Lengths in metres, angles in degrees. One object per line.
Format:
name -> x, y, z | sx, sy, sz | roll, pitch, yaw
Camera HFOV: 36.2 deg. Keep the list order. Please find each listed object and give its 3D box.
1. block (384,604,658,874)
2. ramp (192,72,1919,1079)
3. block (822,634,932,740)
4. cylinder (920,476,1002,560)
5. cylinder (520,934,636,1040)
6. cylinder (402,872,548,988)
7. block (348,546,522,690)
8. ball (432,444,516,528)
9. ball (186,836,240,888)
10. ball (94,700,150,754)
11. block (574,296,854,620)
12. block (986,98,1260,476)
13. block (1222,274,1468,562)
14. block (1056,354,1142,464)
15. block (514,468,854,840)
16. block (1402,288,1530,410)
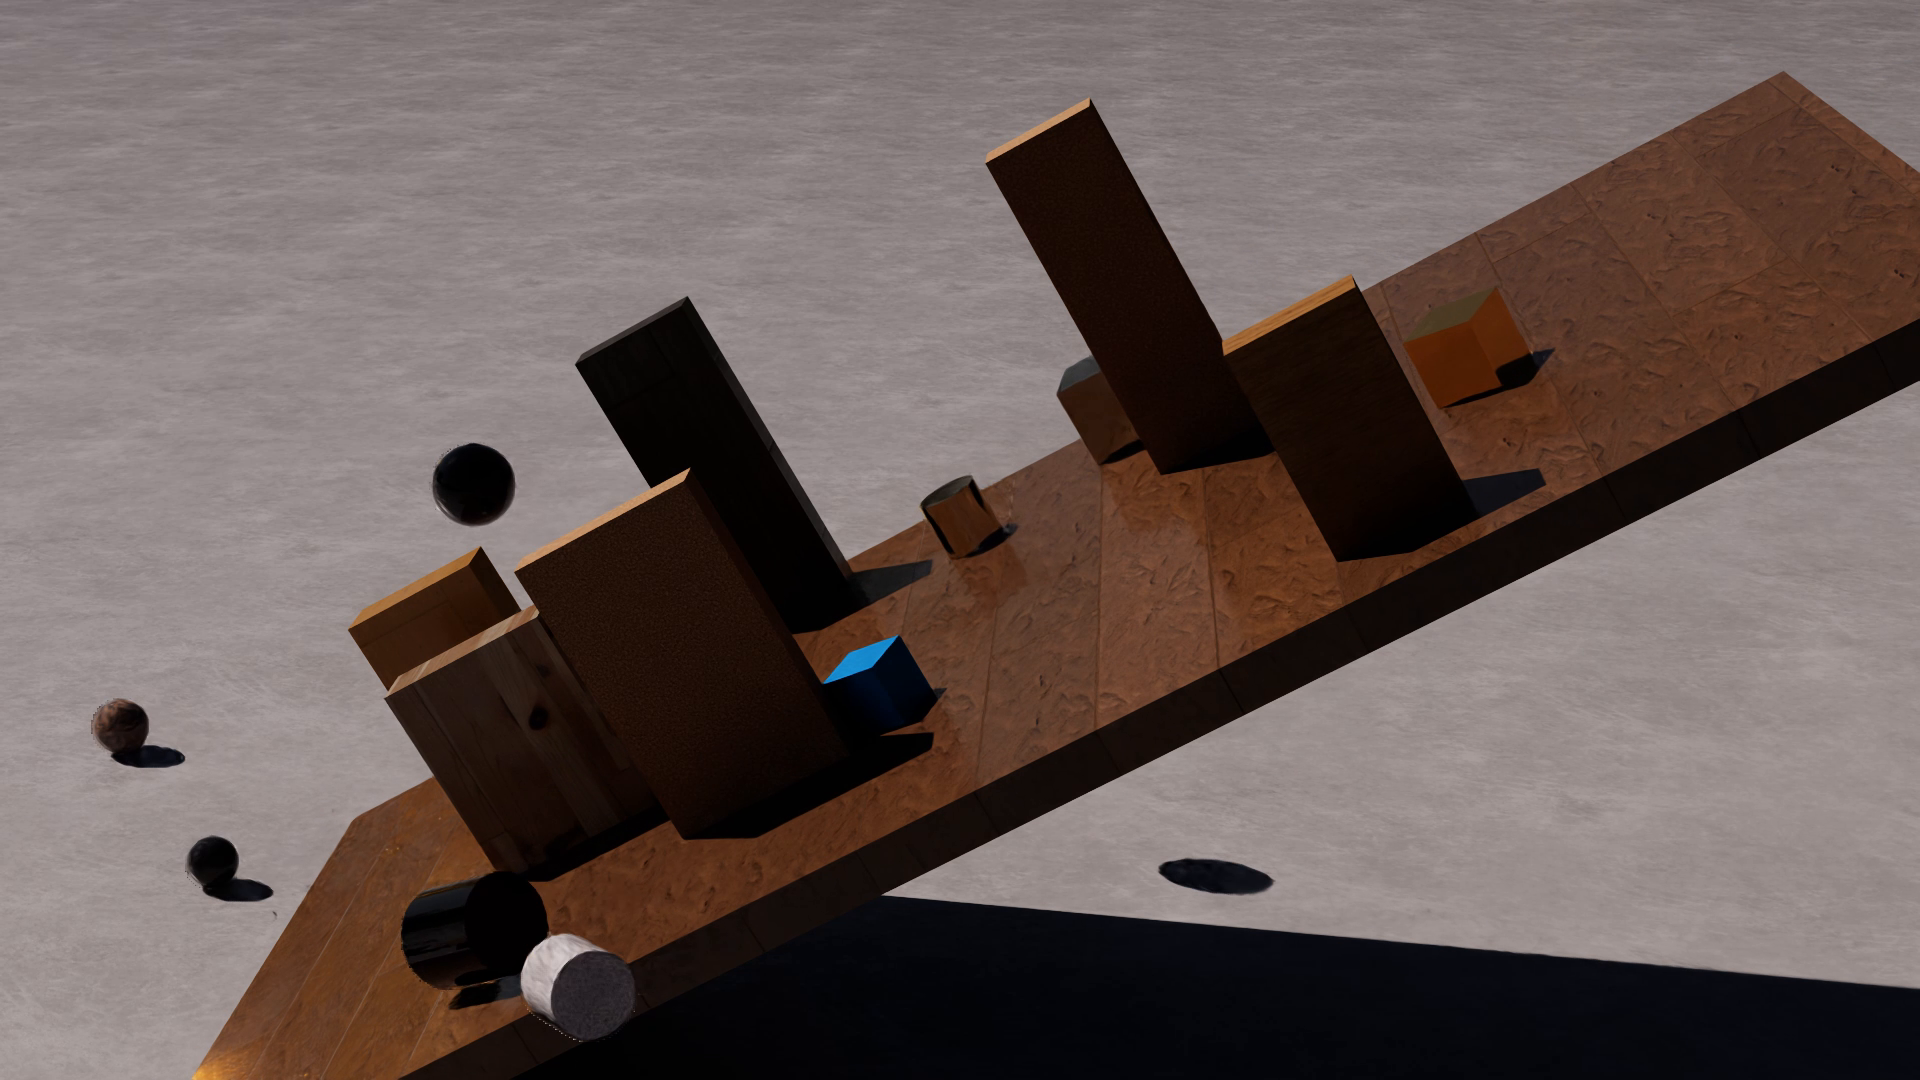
block -> -0.937, 0.432, 6.346 | 0.387, 0.484, 0.131 | -27, 14, 11
ramp -> 0.142, 0.167, 6.283 | 4.000, 0.100, 2.000 | -27, 14, 11
block -> -0.169, 0.299, 5.977 | 0.134, 0.134, 0.134 | -21, 17, 34
cylinder -> 0.003, -0.052, 6.819 | 0.141, 0.141, 0.141 | -28, 14, 8
cylinder -> -0.691, 0.805, 5.313 | 0.160, 0.160, 0.160 | -9, 8, -27
cylinder -> -0.957, 0.770, 5.802 | 0.204, 0.204, 0.204 | -18, 3, 41
block -> -1.076, 0.355, 6.660 | 0.322, 0.595, 0.133 | -27, 14, 11
ball -> -1.165, -0.131, 7.047 | 0.200, 0.200, 0.200 | 0, 18, 0
ball -> -1.882, 0.811, 7.410 | 0.129, 0.129, 0.129 | 0, 18, 0
ball -> -2.352, 0.524, 8.252 | 0.152, 0.152, 0.152 | 0, 18, 0
block -> -0.586, -0.168, 7.070 | 0.297, 0.789, 0.103 | -27, 14, 11
block -> 0.364, -0.553, 6.464 | 0.255, 0.799, 0.116 | -27, 14, 11
block -> 0.702, -0.221, 5.375 | 0.265, 0.446, 0.103 | -27, 14, 11
block -> 0.371, -0.334, 6.922 | 0.197, 0.197, 0.197 | -27, 15, 17
block -> -0.549, 0.233, 5.904 | 0.395, 0.653, 0.090 | -27, 14, 11
block -> 1.016, -0.384, 5.895 | 0.156, 0.156, 0.156 | -18, 19, 40
